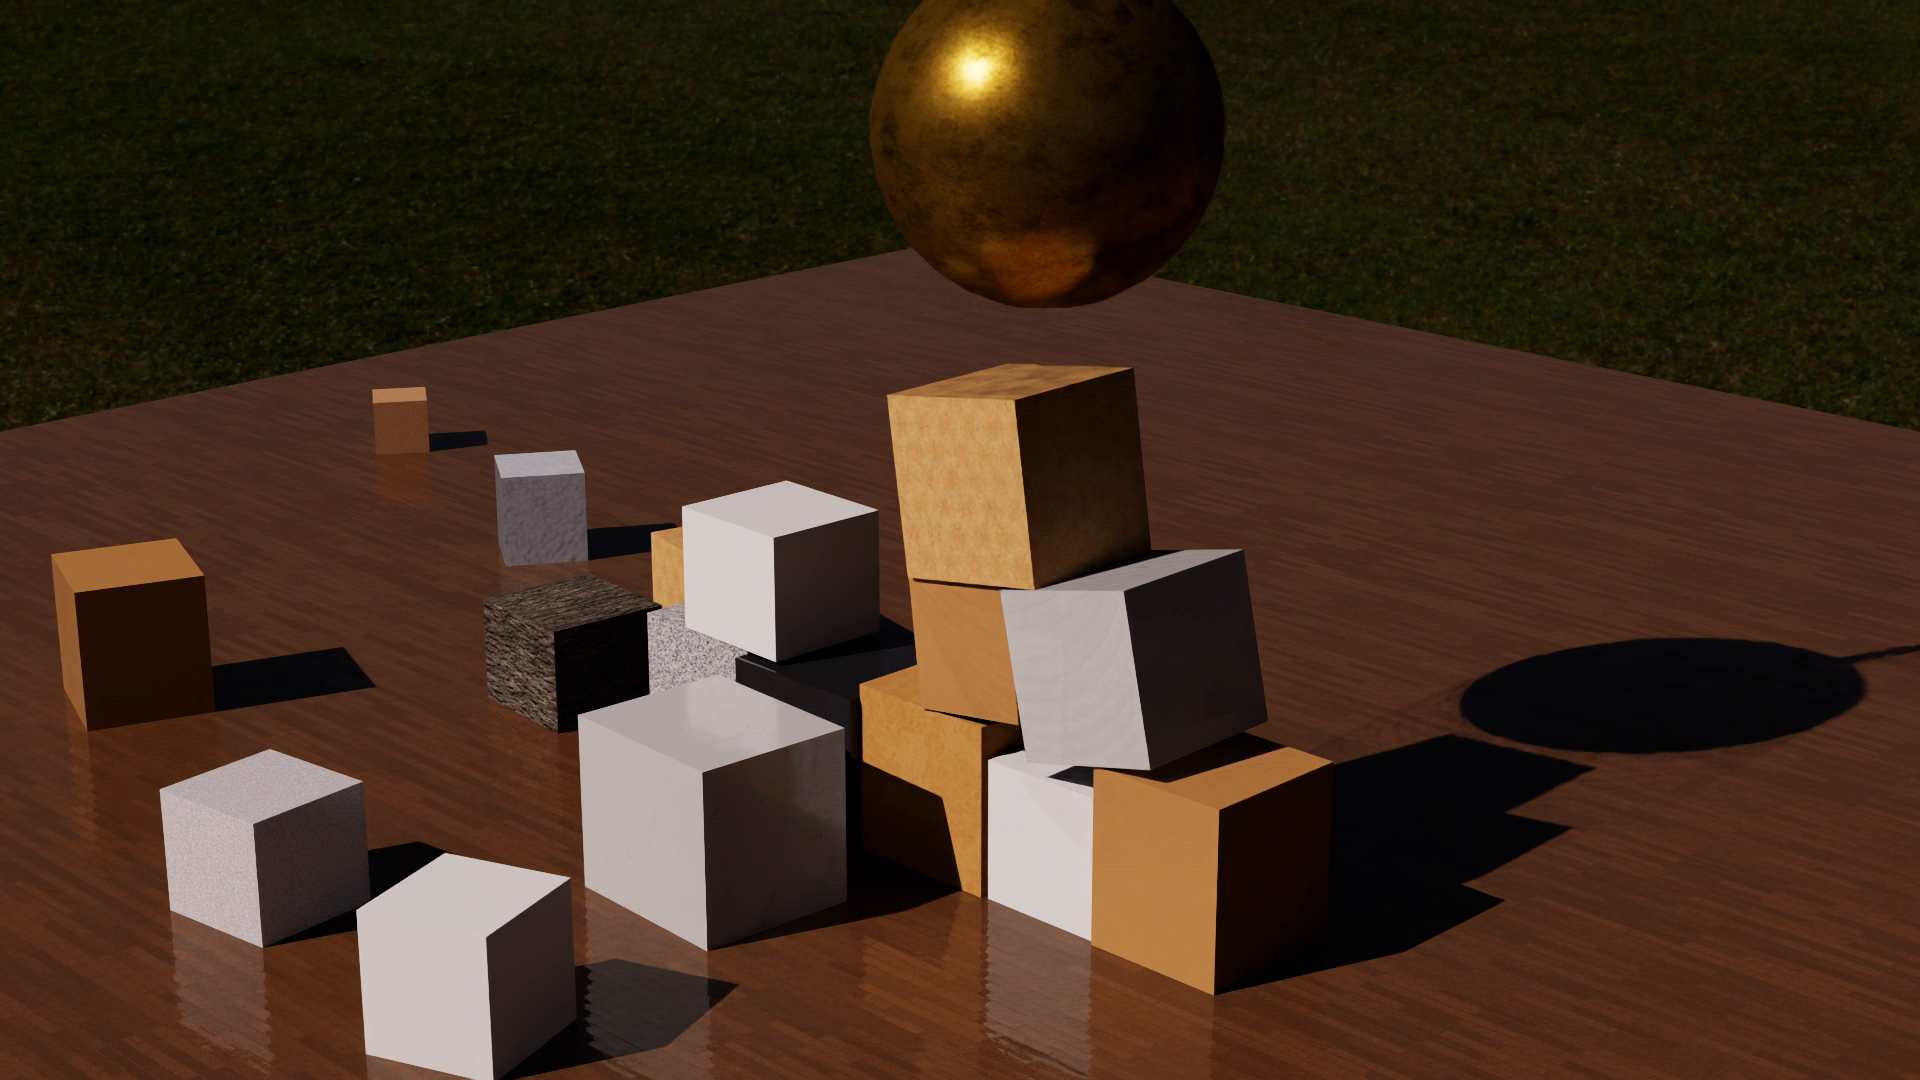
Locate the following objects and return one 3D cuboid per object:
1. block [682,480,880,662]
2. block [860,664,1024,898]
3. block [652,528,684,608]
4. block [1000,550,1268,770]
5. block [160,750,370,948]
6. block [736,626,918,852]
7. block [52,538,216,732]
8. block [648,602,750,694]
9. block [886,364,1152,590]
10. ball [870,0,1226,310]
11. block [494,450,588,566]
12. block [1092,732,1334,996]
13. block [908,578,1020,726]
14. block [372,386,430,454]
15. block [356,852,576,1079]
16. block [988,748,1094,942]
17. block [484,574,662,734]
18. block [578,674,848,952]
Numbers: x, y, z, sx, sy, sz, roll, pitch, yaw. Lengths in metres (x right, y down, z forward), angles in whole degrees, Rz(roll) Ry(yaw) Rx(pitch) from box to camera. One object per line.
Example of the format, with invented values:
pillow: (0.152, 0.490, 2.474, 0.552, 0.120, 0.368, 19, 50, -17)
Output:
block: (-0.869, 0.142, 14.270, 0.657, 0.618, 0.695, -16, 23, -41)
block: (0.065, 1.064, 13.593, 0.700, 0.820, 0.789, -17, 24, -42)
block: (-1.276, 0.317, 16.233, 0.591, 0.662, 0.712, -11, 20, -30)
block: (0.759, 0.504, 12.720, 0.709, 0.768, 0.805, -1, 12, 45)
block: (-3.086, 1.361, 13.045, 0.635, 0.581, 0.612, 13, 22, 36)
block: (-0.501, 0.924, 14.147, 0.811, 0.754, 0.816, -17, 24, -42)
block: (-4.378, 0.491, 15.518, 0.659, 0.758, 0.717, -8, 19, -24)
block: (-1.044, 0.741, 14.690, 0.693, 0.777, 0.761, -17, 24, -42)
block: (0.265, -0.296, 12.952, 0.766, 0.824, 0.775, 5, 16, 44)
ball: (0.392, -1.838, 13.175, 1.600, 1.600, 1.600, 0, 17, 0)
block: (-2.579, -0.200, 18.046, 0.502, 0.560, 0.517, -4, 18, -13)
block: (1.083, 1.353, 12.641, 0.697, 0.838, 0.756, 17, 24, 42)
block: (0.243, 0.410, 13.165, 0.593, 0.617, 0.671, 7, 17, 43)
block: (-3.885, -0.830, 20.373, 0.363, 0.368, 0.379, -4, 18, -11)
block: (-1.982, 1.717, 11.829, 0.606, 0.631, 0.619, 8, 19, 23)
block: (0.610, 1.286, 13.134, 0.728, 0.670, 0.643, -17, 24, -42)
block: (-2.043, 0.592, 15.532, 0.667, 0.557, 0.691, -14, 22, -38)
block: (-1.107, 1.202, 13.134, 0.786, 0.831, 0.919, -15, 23, -40)
